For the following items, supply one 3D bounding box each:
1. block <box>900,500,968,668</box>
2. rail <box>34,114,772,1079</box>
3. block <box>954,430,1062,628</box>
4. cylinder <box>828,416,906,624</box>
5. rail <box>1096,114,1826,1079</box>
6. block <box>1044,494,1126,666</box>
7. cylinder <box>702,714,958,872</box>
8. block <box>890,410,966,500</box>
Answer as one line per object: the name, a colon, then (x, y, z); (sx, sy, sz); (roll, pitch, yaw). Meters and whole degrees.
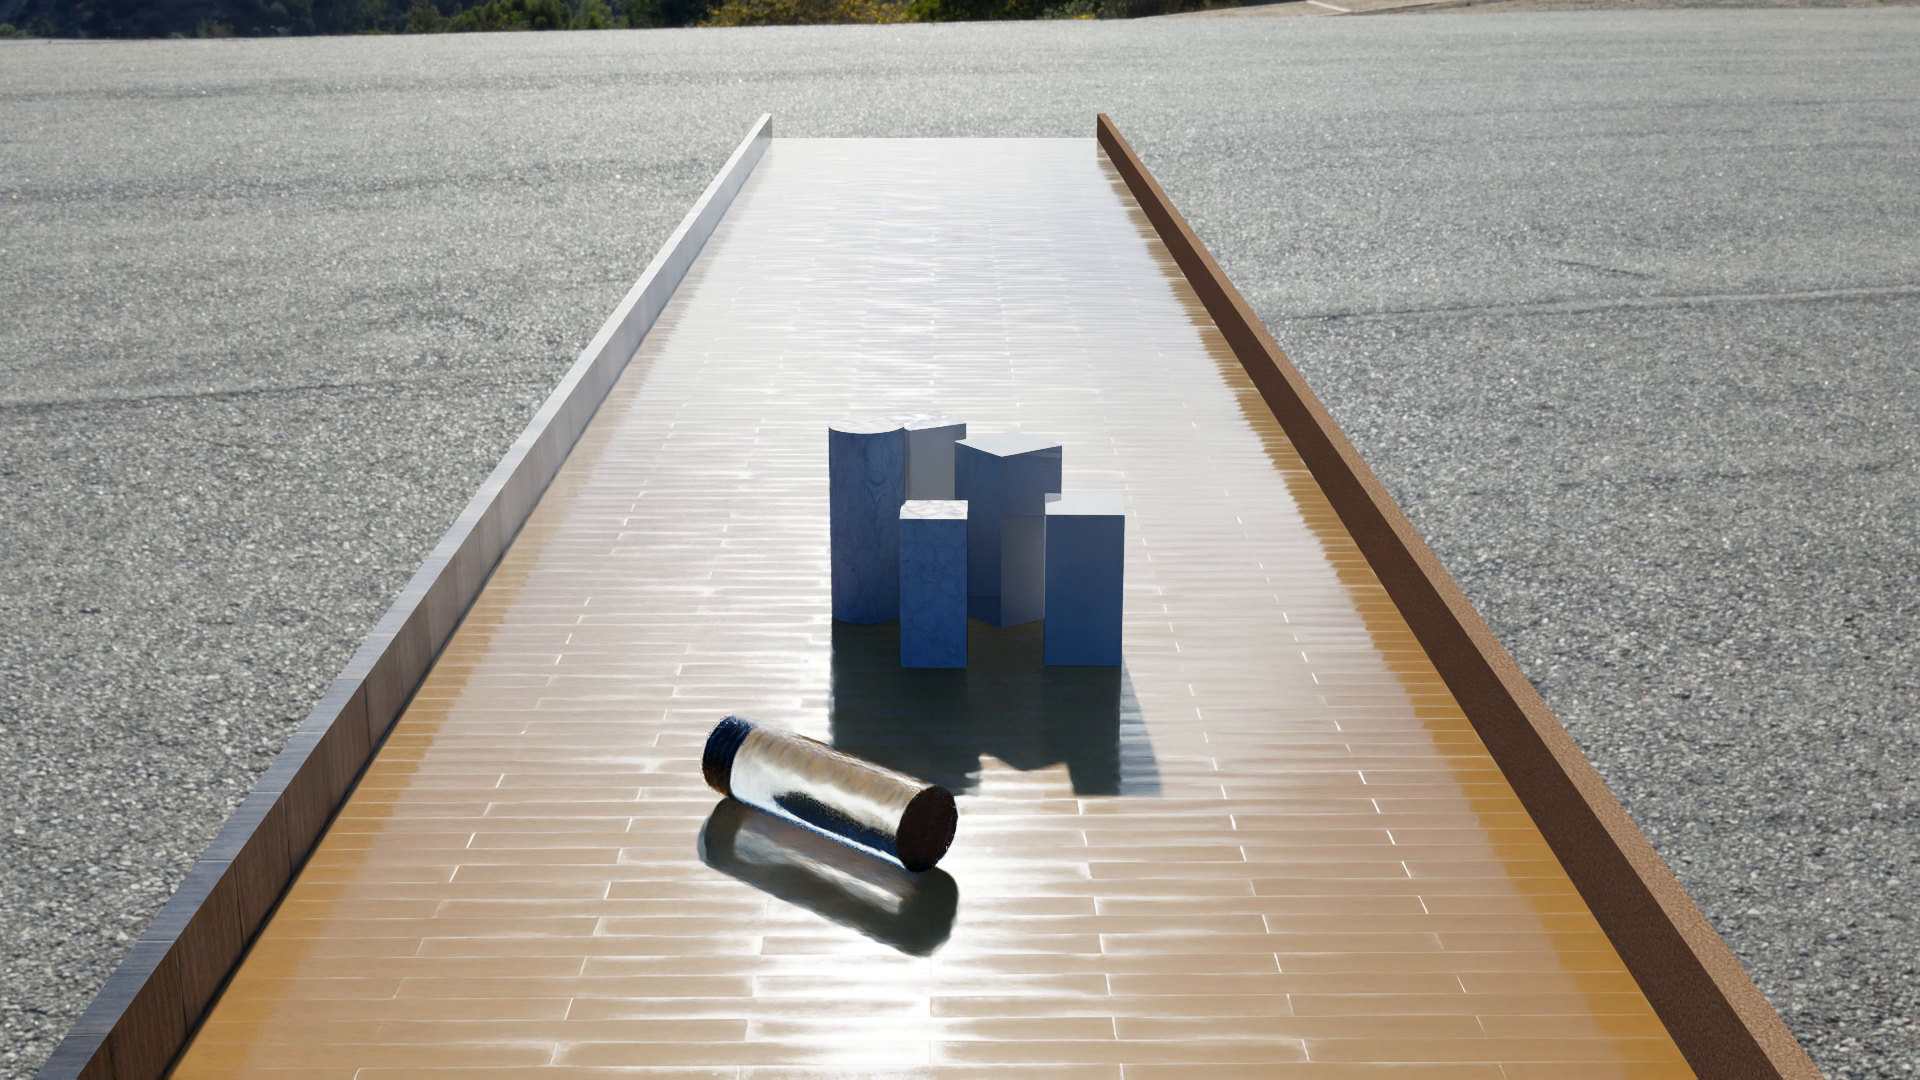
block: (-0.051, 0.087, 4.394); (0.132, 0.308, 0.132); (0, 17, 1)
rail: (-1.118, -0.838, 7.780); (0.050, 0.150, 12.000); (0, 17, -1)
block: (0.101, -0.024, 4.655); (0.161, 0.372, 0.161); (-12, 20, -35)
cylinder: (-0.195, -0.044, 4.649); (0.160, 0.413, 0.160); (0, 17, 0)
rail: (0.932, -0.844, 7.801); (0.050, 0.150, 12.000); (0, 17, -1)
block: (0.247, 0.078, 4.416); (0.155, 0.312, 0.155); (0, 17, 1)
cylinder: (-0.219, 0.409, 3.603); (0.459, 0.141, 0.141); (15, 22, 41)
block: (-0.081, -0.088, 4.884); (0.140, 0.365, 0.140); (-9, 19, -28)
